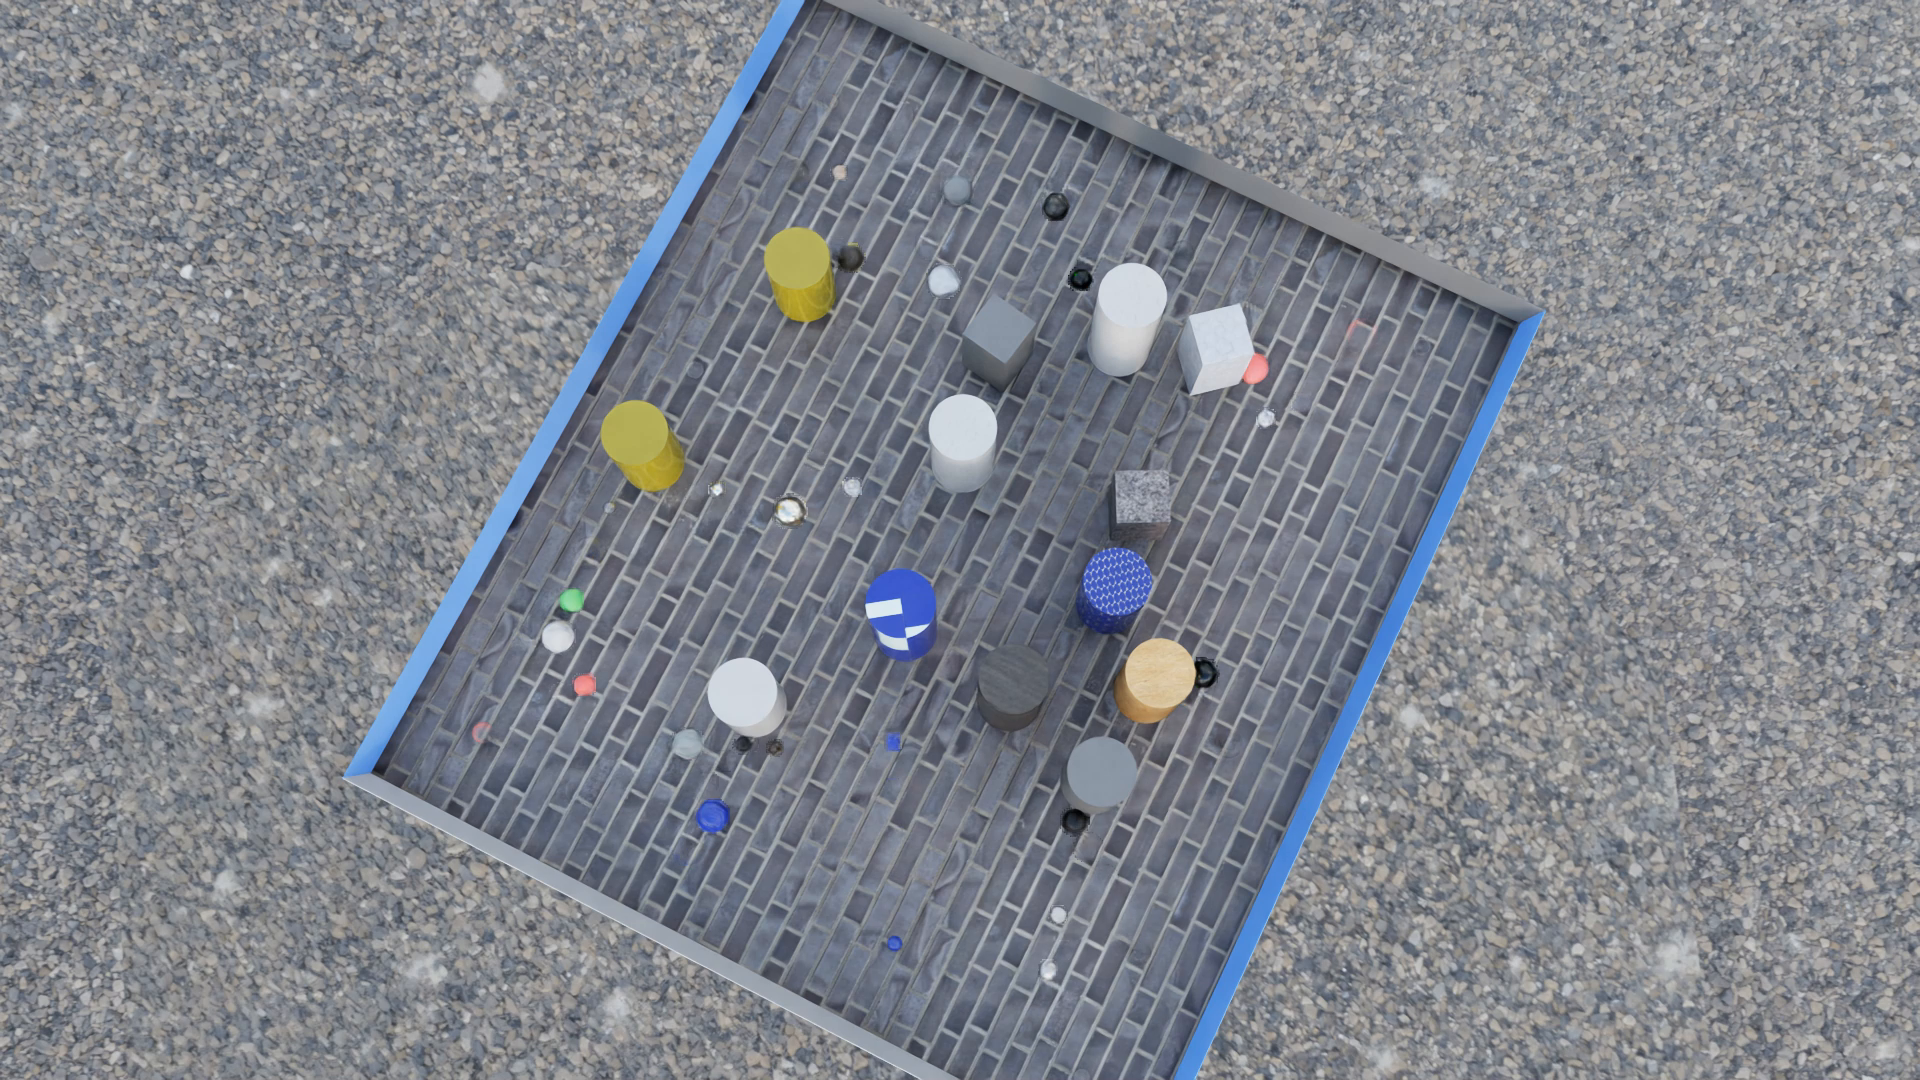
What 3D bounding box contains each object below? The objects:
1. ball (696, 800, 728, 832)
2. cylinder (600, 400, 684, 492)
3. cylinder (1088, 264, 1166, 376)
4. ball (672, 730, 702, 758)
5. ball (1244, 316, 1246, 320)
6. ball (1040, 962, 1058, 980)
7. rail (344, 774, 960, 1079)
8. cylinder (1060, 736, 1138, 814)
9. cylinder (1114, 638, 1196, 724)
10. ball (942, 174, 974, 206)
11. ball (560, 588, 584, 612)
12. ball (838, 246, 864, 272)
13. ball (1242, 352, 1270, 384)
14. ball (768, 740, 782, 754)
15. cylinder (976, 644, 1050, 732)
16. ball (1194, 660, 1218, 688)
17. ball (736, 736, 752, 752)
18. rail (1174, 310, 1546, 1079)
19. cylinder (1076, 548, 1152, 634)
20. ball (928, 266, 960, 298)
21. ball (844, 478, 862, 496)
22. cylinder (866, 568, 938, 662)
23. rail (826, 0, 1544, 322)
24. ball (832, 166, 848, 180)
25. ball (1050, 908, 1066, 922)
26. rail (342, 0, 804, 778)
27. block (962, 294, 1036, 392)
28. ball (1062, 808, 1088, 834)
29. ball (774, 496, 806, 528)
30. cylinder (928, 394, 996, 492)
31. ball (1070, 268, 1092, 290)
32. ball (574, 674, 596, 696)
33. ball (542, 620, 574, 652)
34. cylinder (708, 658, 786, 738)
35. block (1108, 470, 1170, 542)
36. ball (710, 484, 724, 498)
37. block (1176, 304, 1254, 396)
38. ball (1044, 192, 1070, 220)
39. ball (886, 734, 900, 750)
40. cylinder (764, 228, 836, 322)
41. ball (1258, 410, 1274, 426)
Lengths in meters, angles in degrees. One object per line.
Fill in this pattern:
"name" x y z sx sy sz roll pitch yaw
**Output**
"ball" -0.730 0.815 5.399 0.095 0.095 0.095 0 78 0
"cylinder" -0.949 -0.279 5.504 0.197 0.333 0.197 0 78 0
"cylinder" 0.497 -0.655 5.507 0.197 0.480 0.197 0 78 0
"ball" -0.809 0.606 5.446 0.088 0.088 0.088 0 78 0
"ball" 0.849 -0.681 5.712 0.082 0.082 0.082 0 78 0
"ball" 0.257 1.253 5.332 0.050 0.050 0.050 0 78 0
"rail" -0.636 1.253 5.291 2.583 0.128 0.045 26 80 5
"cylinder" 0.397 0.683 5.295 0.197 0.353 0.197 0 78 0
"cylinder" 0.561 0.414 5.323 0.197 0.408 0.197 0 78 0
"ball" -0.006 -1.106 5.796 0.097 0.097 0.097 0 78 0
"ball" -1.176 0.183 5.542 0.071 0.071 0.071 0 78 0
"ball" -0.342 -0.885 5.759 0.081 0.081 0.081 0 78 0
"ball" 0.909 -0.533 5.678 0.097 0.097 0.097 0 78 0
"ball" -0.550 0.620 5.467 0.042 0.042 0.042 0 78 0
"cylinder" 0.149 0.430 5.285 0.197 0.474 0.197 0 78 0
"ball" 0.729 0.401 5.490 0.084 0.084 0.084 0 78 0
"ball" -0.645 0.609 5.463 0.051 0.051 0.051 0 78 0
"rail" 1.134 0.562 5.434 0.045 0.128 2.892 26 80 5
"cylinder" 0.450 0.154 5.405 0.197 0.353 0.197 0 78 0
"ball" -0.051 -0.810 5.734 0.098 0.098 0.098 0 78 0
"ball" -0.329 -0.163 5.624 0.052 0.052 0.052 0 78 0
"cylinder" -0.165 0.224 5.332 0.197 0.466 0.197 0 78 0
"rail" 0.636 -1.239 5.807 2.583 0.128 0.045 26 80 5
"ball" -0.383 -1.169 5.835 0.046 0.046 0.046 0 78 0
"ball" 0.289 1.098 5.366 0.045 0.045 0.045 0 78 0
"rail" -1.134 -0.548 5.664 0.045 0.128 2.892 26 80 5
"block" 0.117 -0.597 5.585 0.158 0.305 0.158 36 81 7
"ball" 0.338 0.831 5.404 0.075 0.075 0.075 0 78 0
"ball" -0.519 -0.085 5.584 0.097 0.097 0.097 0 78 0
"cylinder" 0.009 -0.283 5.468 0.197 0.407 0.197 0 78 0
"ball" 0.381 -0.817 5.752 0.067 0.067 0.067 0 78 0
"ball" -1.126 0.435 5.494 0.063 0.063 0.063 0 78 0
"ball" -1.208 0.291 5.508 0.096 0.096 0.096 0 78 0
"cylinder" -0.618 0.464 5.361 0.197 0.312 0.197 0 78 0
"block" 0.536 -0.102 5.504 0.158 0.262 0.158 -1 78 0
"ball" -0.744 -0.153 5.626 0.044 0.044 0.044 0 78 0
"block" 0.773 -0.575 5.571 0.158 0.323 0.158 -14 79 -3
"ball" 0.305 -1.055 5.792 0.085 0.085 0.085 0 78 0
"ball" -0.199 0.604 5.469 0.045 0.045 0.045 0 78 0
"cylinder" -0.488 -0.812 5.629 0.197 0.304 0.197 0 78 0
"ball" 0.946 -0.376 5.668 0.052 0.052 0.052 0 78 0
